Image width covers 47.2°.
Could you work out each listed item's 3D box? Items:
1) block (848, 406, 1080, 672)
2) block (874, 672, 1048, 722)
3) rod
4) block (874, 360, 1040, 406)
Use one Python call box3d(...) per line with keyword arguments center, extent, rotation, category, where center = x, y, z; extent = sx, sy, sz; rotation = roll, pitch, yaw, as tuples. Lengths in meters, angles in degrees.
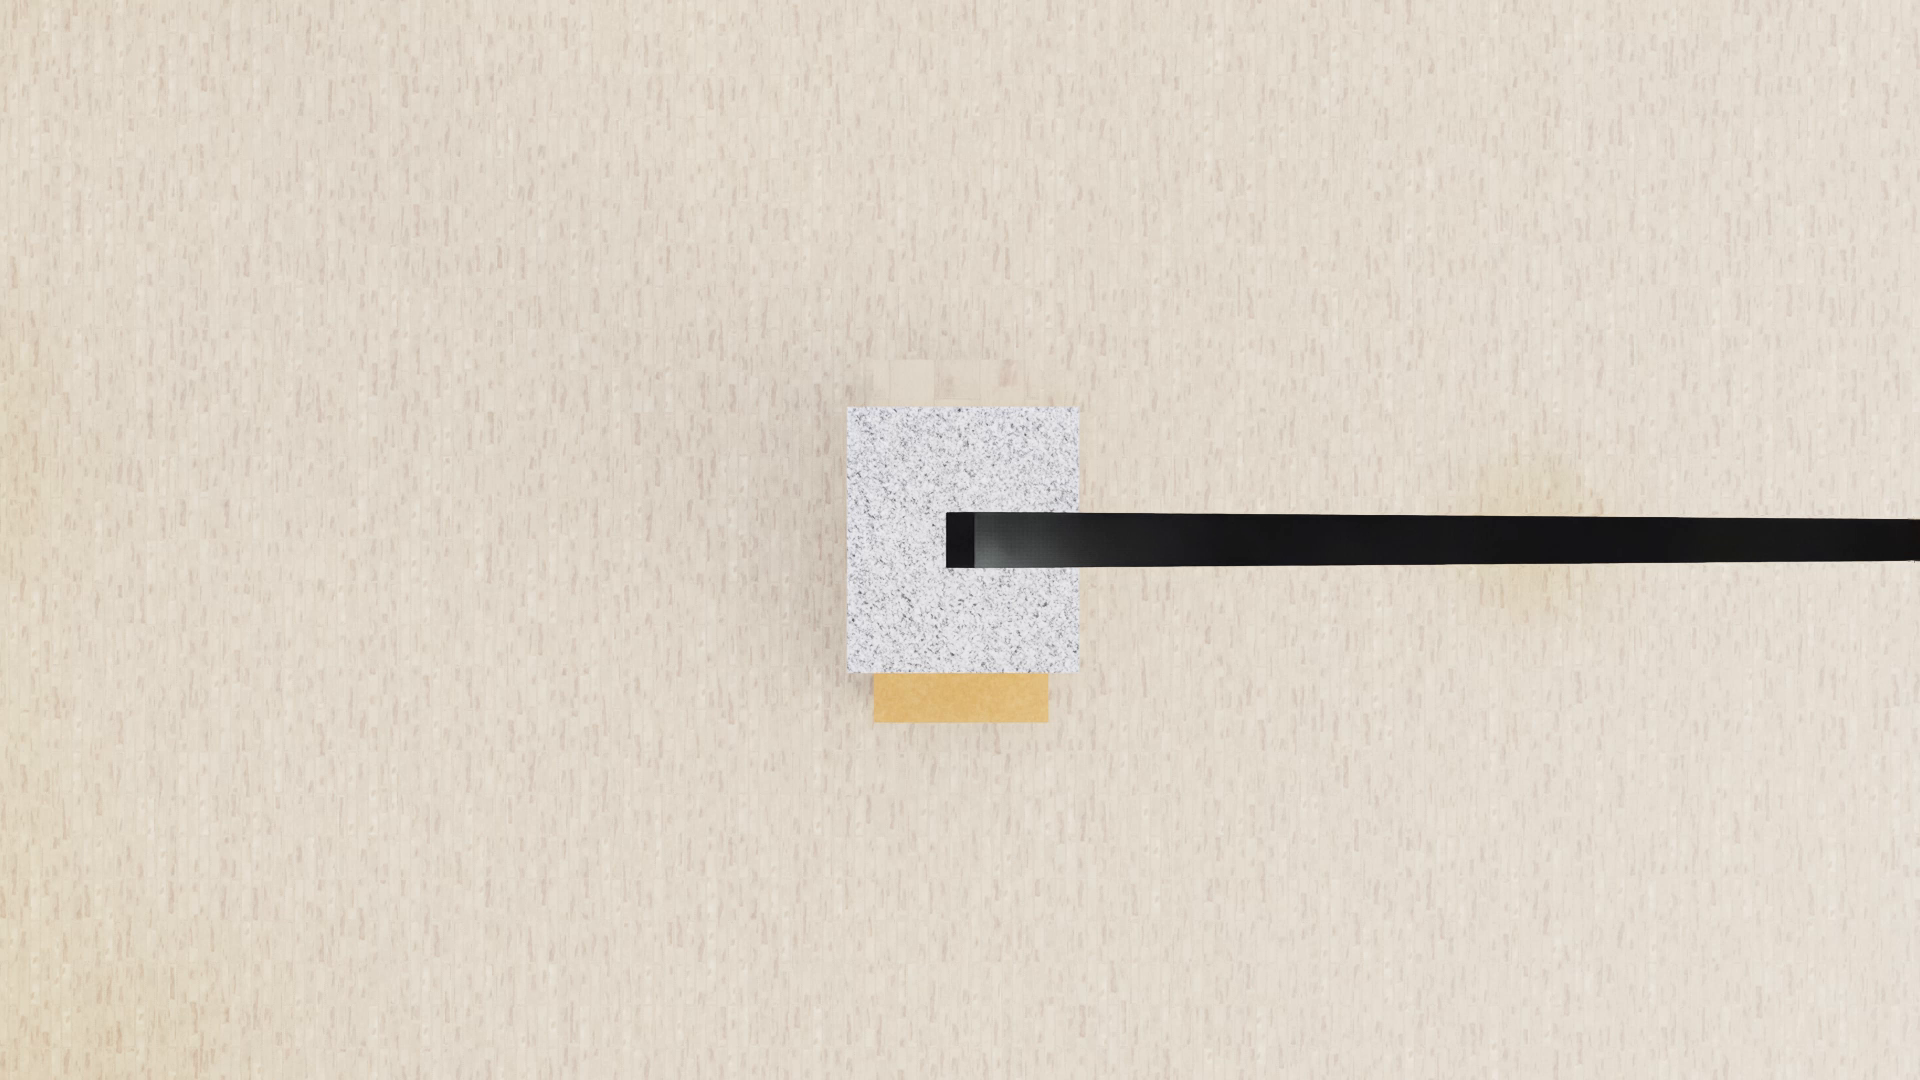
box3d(center=(0.009, 0.000, 6.944), extent=(0.691, 0.800, 0.792), rotation=(0, 90, 0), category="block")
box3d(center=(0.007, 0.492, 12.484), extent=(0.951, 1.031, 1.003), rotation=(0, 90, 0), category="block")
box3d(center=(2.234, 0.000, 4.457), extent=(5.200, 0.080, 0.080), rotation=(0, 90, -31), category="rod")
box3d(center=(-0.020, -0.507, 12.557), extent=(0.916, 0.885, 0.974), rotation=(0, 90, 0), category="block")
